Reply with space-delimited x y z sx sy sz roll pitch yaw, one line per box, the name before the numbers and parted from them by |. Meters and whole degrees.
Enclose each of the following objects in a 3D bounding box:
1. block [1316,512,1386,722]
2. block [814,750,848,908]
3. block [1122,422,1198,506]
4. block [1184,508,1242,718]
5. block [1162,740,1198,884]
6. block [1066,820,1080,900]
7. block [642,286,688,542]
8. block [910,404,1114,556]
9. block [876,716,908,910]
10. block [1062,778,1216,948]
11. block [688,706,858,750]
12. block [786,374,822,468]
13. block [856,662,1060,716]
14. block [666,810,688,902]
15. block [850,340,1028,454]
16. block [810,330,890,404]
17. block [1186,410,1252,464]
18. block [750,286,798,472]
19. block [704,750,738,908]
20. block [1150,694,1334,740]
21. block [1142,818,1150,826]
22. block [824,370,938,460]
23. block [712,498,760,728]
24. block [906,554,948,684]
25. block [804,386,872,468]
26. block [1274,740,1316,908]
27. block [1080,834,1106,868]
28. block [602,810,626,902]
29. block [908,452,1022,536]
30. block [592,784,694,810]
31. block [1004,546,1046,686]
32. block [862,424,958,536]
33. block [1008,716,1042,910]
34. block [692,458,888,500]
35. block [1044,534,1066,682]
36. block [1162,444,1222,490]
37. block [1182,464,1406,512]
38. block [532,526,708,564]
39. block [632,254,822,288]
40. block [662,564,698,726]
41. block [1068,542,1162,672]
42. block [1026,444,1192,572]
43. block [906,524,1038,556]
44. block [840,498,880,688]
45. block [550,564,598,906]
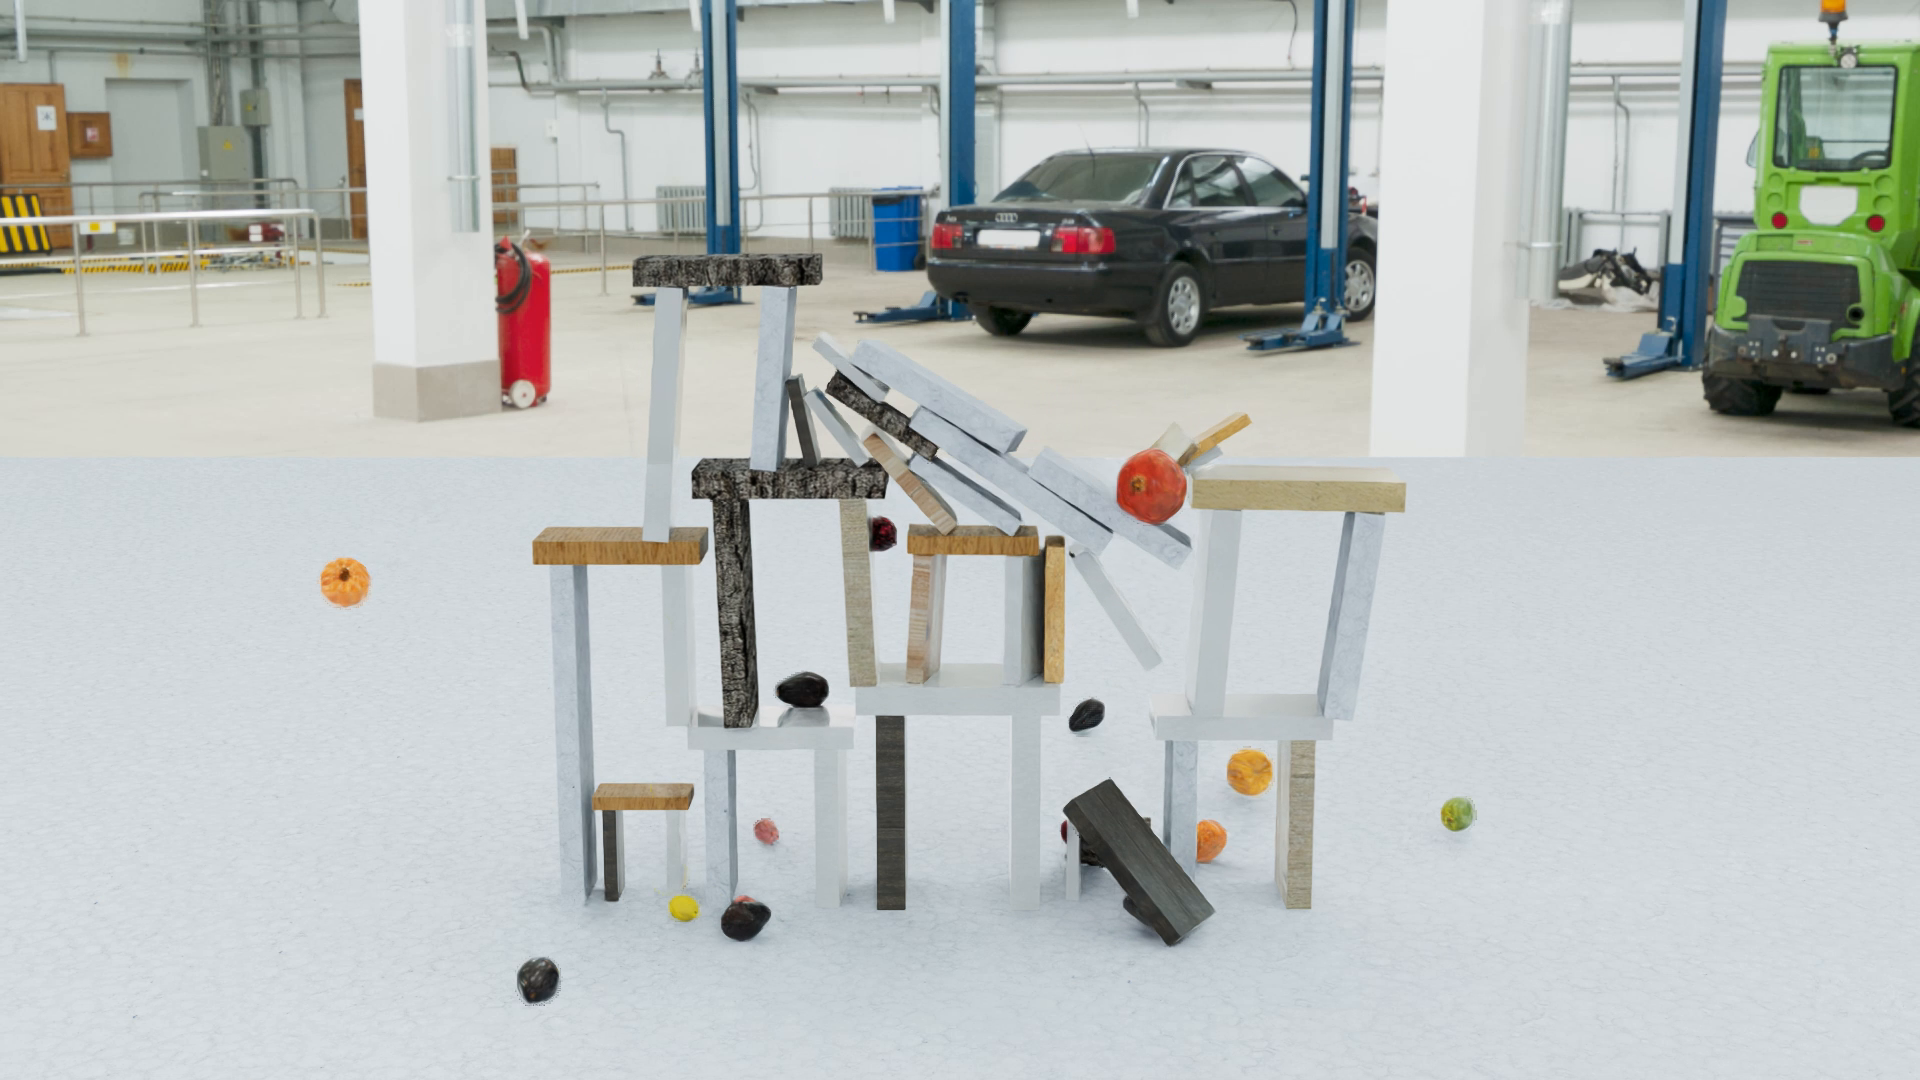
block | 0.633 0.109 3.570 0.048 0.336 0.168 8 11 4
block | -0.213 0.458 3.643 0.038 0.268 0.134 1 11 3
block | 0.318 -0.121 3.506 0.018 0.129 0.064 30 18 -40
block | 0.411 0.103 3.580 0.048 0.336 0.168 4 10 0
block | 0.364 0.450 3.641 0.040 0.285 0.143 0 11 0
block | 0.189 0.517 3.651 0.021 0.145 0.072 1 15 5
block | -0.471 -0.208 3.520 0.041 0.402 0.144 4 10 -4
block | 0.082 -0.105 3.539 0.365 0.040 0.143 34 8 -5
block | -0.112 0.428 3.641 0.047 0.329 0.164 0 11 0
block | 0.284 0.510 3.492 0.272 0.031 0.111 51 36 14
block | -0.306 0.308 3.615 0.268 0.038 0.134 0 11 0
block | -0.250 -0.192 3.520 0.020 0.142 0.071 -11 10 4
block | -0.002 0.244 3.605 0.329 0.047 0.164 0 10 1
block | -0.471 0.513 3.657 0.022 0.157 0.078 0 11 0
block | -0.032 -0.230 3.506 0.285 0.040 0.143 31 9 6
block | -0.174 -0.275 3.502 0.142 0.020 0.071 41 12 -6
block | 0.404 -0.164 3.532 0.129 0.018 0.064 -32 8 0
block | -0.297 -0.265 3.509 0.041 0.289 0.144 5 11 1
block | -0.396 0.458 3.644 0.038 0.268 0.134 0 11 0
block | 0.459 0.290 3.611 0.285 0.040 0.143 0 11 0
block | 0.306 0.533 3.778 0.021 0.072 0.145 3 11 13
block | -0.122 -0.199 3.513 0.200 0.028 0.100 33 8 -6
block | -0.364 0.106 3.576 0.043 0.373 0.152 -2 11 0
block | -0.054 0.119 3.574 0.030 0.210 0.105 7 12 14
block | -0.196 -0.182 3.521 0.020 0.142 0.071 -38 7 8
block | 0.554 0.450 3.641 0.040 0.285 0.143 0 11 0
block | 0.223 0.513 3.745 0.072 0.021 0.145 9 -32 2
block | -0.576 0.513 3.657 0.022 0.157 0.078 0 11 0
block | 0.008 -0.080 3.538 0.200 0.028 0.100 33 8 -6
block | -0.523 0.425 3.640 0.157 0.022 0.078 0 11 0
block | 0.104 0.122 3.558 0.030 0.210 0.105 5 11 22
block | -0.082 -0.100 3.532 0.028 0.200 0.100 -40 11 7
block | 0.107 0.428 3.641 0.047 0.329 0.164 0 11 0
block | -0.271 -0.100 3.538 0.304 0.043 0.152 0 10 0
block | 0.154 0.111 3.583 0.031 0.222 0.111 1 10 1
block | 0.361 -0.118 3.544 0.129 0.018 0.064 -31 8 6
block | 0.535 -0.084 3.544 0.336 0.048 0.168 1 10 1
block | -0.548 0.009 3.563 0.265 0.038 0.133 0 11 0
block | -0.365 -0.428 3.481 0.289 0.041 0.144 -1 11 -1
block | -0.458 0.158 3.591 0.038 0.265 0.133 -1 11 -1
block | 0.252 0.104 3.578 0.031 0.222 0.111 -33 8 6
block | 0.242 -0.053 3.543 0.285 0.040 0.143 33 10 1
block | 0.021 0.000 3.555 0.210 0.030 0.105 1 10 1
block | -0.162 0.072 3.570 0.043 0.304 0.152 -3 10 1
block | -0.635 0.308 3.620 0.038 0.572 0.133 0 11 0
